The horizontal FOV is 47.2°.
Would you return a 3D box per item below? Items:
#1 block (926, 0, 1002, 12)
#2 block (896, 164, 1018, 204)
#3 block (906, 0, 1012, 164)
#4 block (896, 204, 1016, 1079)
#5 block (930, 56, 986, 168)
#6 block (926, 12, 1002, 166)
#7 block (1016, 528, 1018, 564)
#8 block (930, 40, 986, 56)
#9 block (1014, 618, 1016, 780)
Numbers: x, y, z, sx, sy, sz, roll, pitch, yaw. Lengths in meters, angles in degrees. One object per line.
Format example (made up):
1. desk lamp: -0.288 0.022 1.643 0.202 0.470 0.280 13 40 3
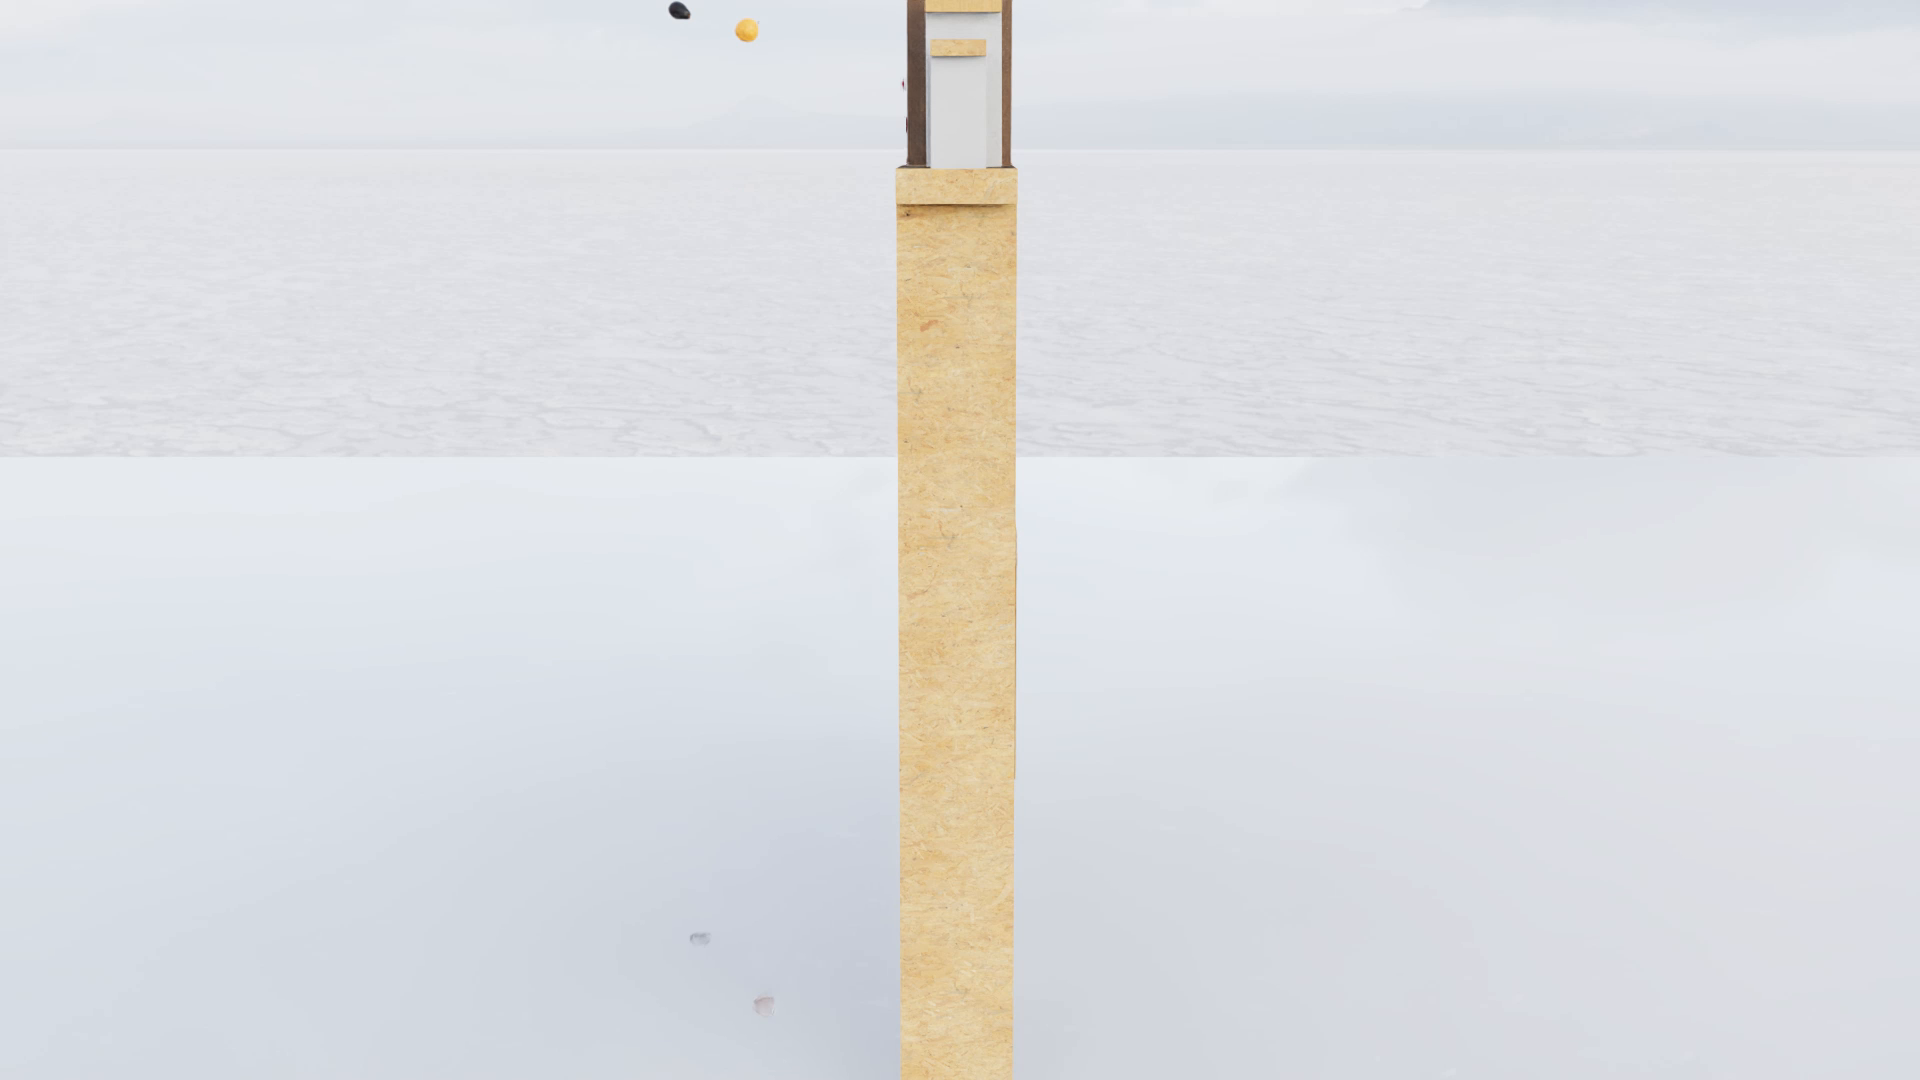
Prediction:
1. block: 0.005 -0.686 2.820 0.095 0.027 0.190 0 11 0
2. block: -0.004 -0.452 2.787 0.147 0.042 0.293 0 11 0
3. block: -0.001 -0.631 2.980 0.141 0.282 0.040 0 11 0
4. block: -0.004 0.159 2.801 0.147 1.165 0.042 0 11 0
5. block: -0.002 -0.513 2.638 0.066 0.132 0.019 0 11 0
6. block: 0.005 -0.568 2.777 0.095 0.190 0.027 0 11 0
7. block: 0.000 -0.018 3.453 0.171 0.049 0.343 0 10 0
8. block: -0.002 -0.595 2.668 0.066 0.019 0.132 0 11 0
9. block: 0.000 0.195 3.376 0.171 0.343 0.049 0 11 0
